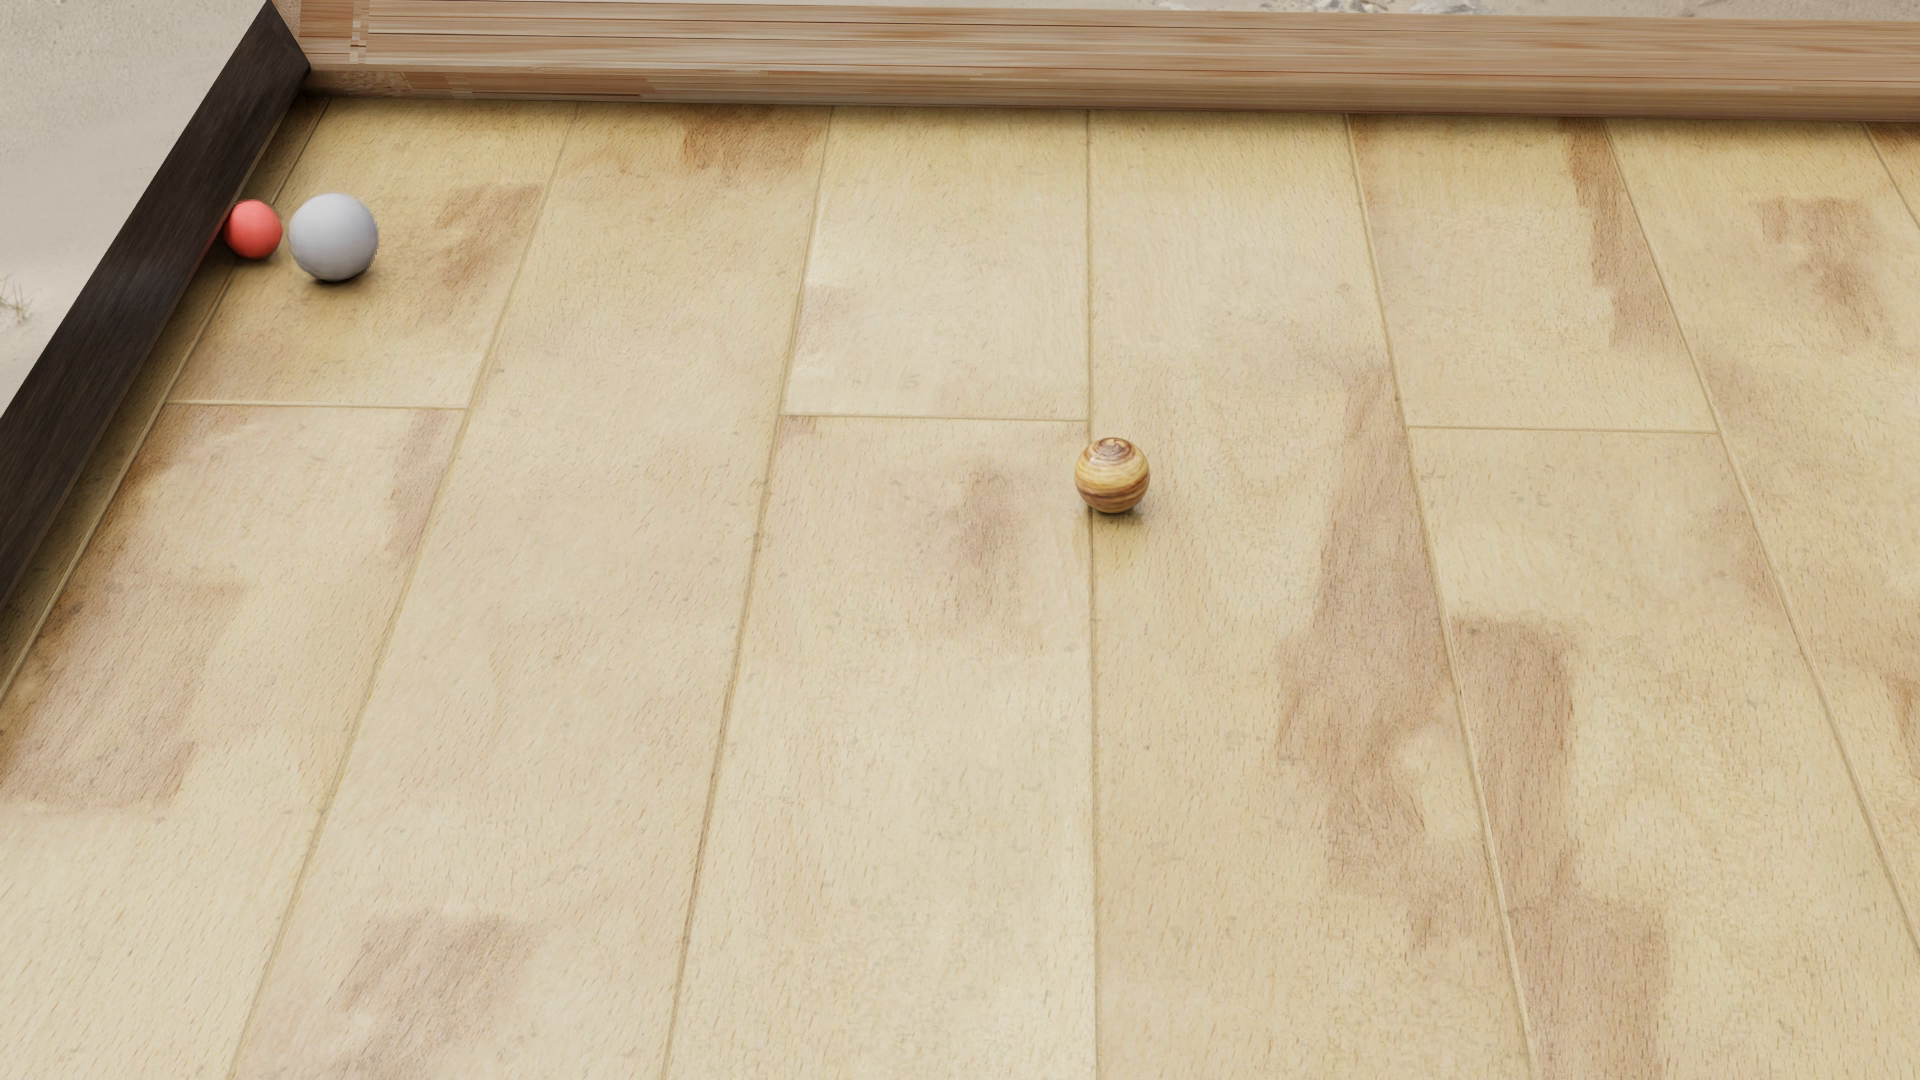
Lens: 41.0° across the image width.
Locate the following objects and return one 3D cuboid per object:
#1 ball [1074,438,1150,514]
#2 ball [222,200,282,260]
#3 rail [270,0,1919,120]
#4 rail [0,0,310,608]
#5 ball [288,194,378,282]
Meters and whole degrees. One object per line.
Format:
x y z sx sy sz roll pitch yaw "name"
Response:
0.115 -0.049 1.936 0.058 0.058 0.058 0 35 0 "ball"
-0.623 -0.273 2.260 0.051 0.051 0.051 0 35 0 "ball"
0.726 -0.441 2.451 2.796 0.103 0.045 1 35 2 "rail"
-0.675 -0.031 1.869 0.045 0.103 1.570 1 35 2 "rail"
-0.543 -0.262 2.223 0.075 0.075 0.075 0 35 0 "ball"
